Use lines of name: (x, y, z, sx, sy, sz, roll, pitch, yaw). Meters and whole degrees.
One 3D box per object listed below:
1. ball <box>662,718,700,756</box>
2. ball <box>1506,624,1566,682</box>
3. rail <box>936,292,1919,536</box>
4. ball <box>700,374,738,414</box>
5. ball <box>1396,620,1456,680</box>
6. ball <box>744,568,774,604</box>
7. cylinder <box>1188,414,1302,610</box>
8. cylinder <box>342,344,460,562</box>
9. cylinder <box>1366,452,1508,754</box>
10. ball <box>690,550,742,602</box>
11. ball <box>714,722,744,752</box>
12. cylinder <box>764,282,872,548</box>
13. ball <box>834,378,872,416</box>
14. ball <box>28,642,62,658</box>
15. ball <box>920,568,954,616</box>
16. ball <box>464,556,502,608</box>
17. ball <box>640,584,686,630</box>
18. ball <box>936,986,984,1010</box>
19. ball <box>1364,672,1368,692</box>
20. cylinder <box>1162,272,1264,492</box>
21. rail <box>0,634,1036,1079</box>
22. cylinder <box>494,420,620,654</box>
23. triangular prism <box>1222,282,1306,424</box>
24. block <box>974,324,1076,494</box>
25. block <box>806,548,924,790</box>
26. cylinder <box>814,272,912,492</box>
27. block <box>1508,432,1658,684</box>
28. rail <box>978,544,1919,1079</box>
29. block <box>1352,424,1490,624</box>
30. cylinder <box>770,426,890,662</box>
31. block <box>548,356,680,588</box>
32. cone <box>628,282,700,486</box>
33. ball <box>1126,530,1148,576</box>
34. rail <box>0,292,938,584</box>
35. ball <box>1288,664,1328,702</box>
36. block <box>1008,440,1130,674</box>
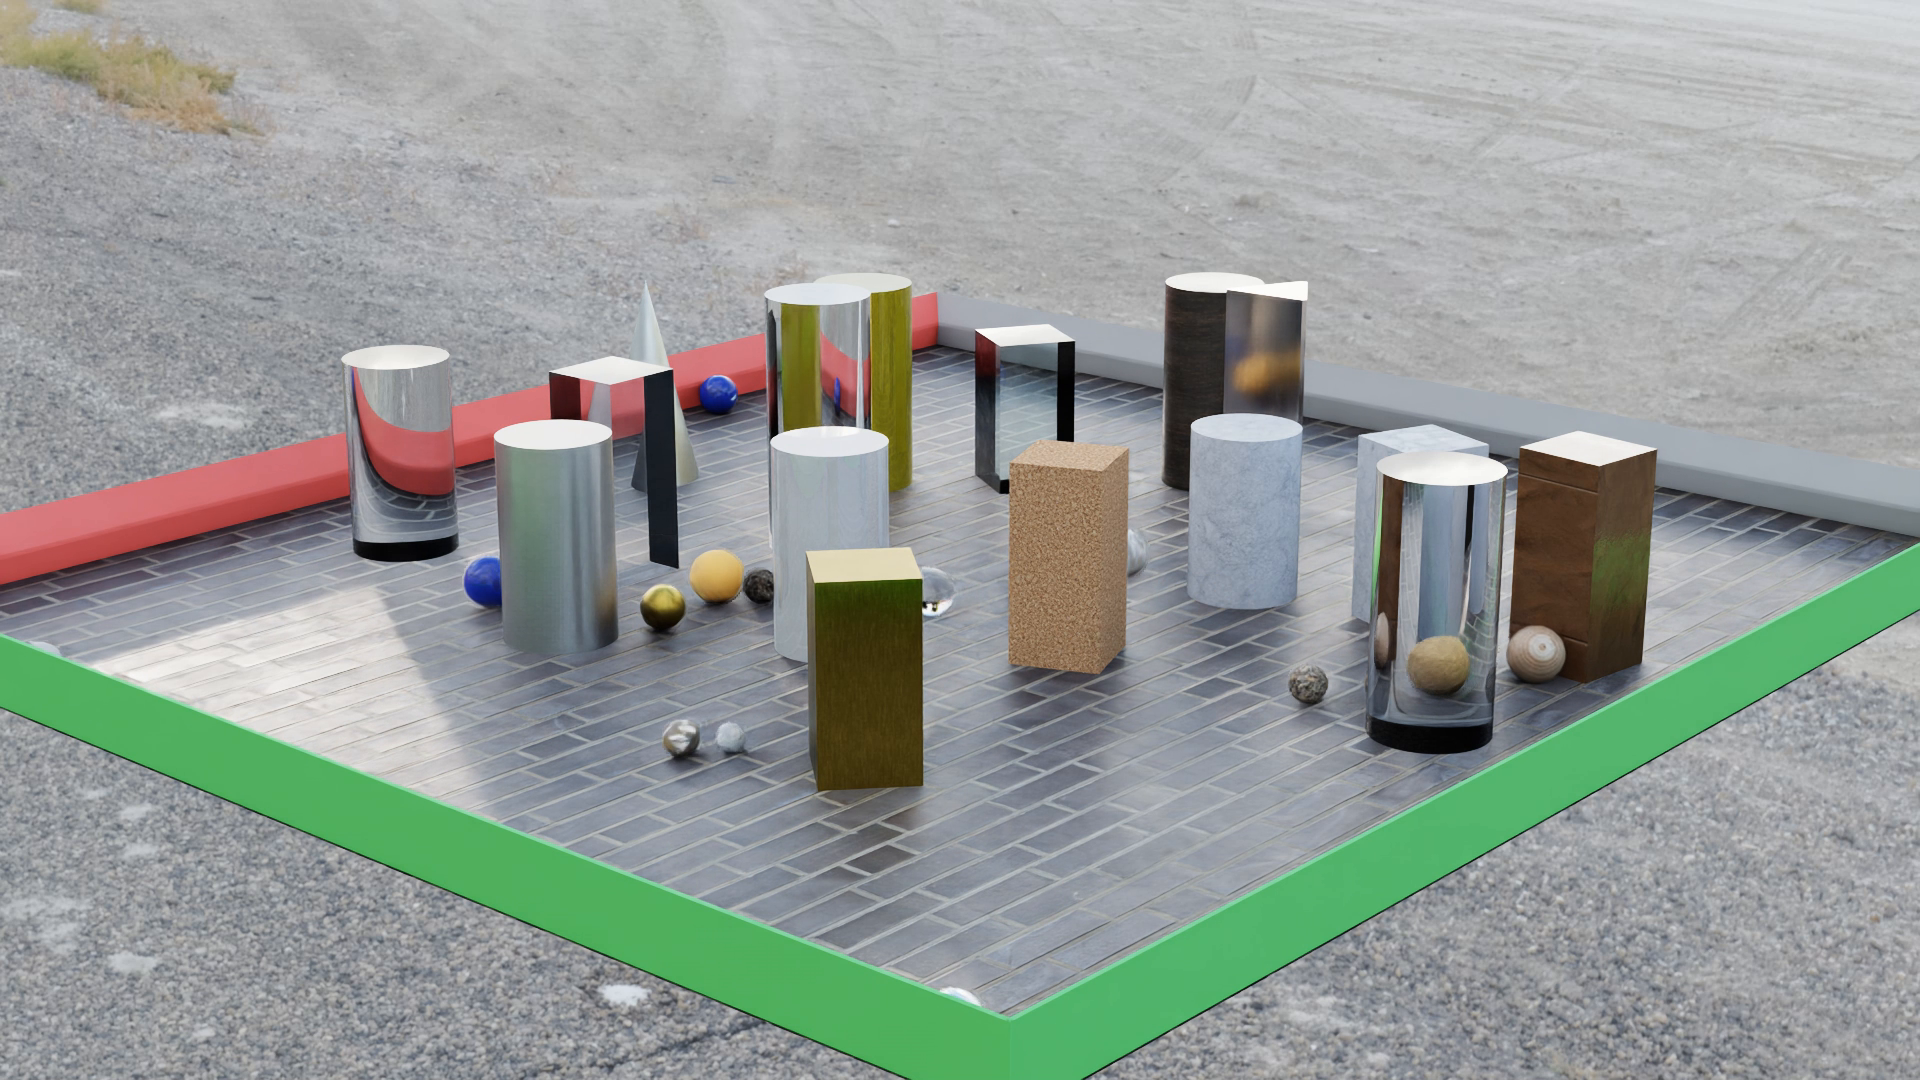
ball: (-0.415, 0.294, 4.372, 0.056, 0.056, 0.056, 0, 17, 0)
ball: (0.919, 0.182, 4.681, 0.093, 0.093, 0.093, 0, 17, 0)
rail: (0.920, -0.275, 6.135, 2.625, 0.125, 0.045, 14, 22, 39)
ball: (-0.522, -0.316, 6.343, 0.084, 0.084, 0.084, 0, 17, 0)
ball: (0.745, 0.176, 4.695, 0.095, 0.095, 0.095, 0, 17, 0)
ball: (-0.344, 0.080, 5.074, 0.061, 0.061, 0.061, 0, 17, 0)
cylinder: (0.494, -0.051, 5.097, 0.192, 0.299, 0.192, 0, 17, 0)
cylinder: (-1.020, -0.159, 5.350, 0.192, 0.359, 0.192, 0, 17, 0)
cylinder: (0.715, 0.093, 4.414, 0.192, 0.417, 0.192, 0, 17, 0)
ball: (-0.422, 0.063, 5.076, 0.092, 0.092, 0.092, 0, 17, 0)
ball: (-0.344, 0.296, 4.387, 0.045, 0.045, 0.045, 0, 17, 0)
cylinder: (-0.257, -0.219, 5.353, 0.192, 0.471, 0.192, 0, 17, 0)
ball: (-0.232, -0.309, 6.326, 0.081, 0.081, 0.081, 0, 17, 0)
ball: (-1.459, 0.201, 4.640, 0.080, 0.080, 0.080, 0, 17, 0)
ball: (-0.051, 0.089, 5.005, 0.084, 0.084, 0.084, 0, 17, 0)
ball: (-0.808, 0.072, 5.049, 0.091, 0.091, 0.091, 0, 17, 0)
ball: (-0.501, 0.113, 4.938, 0.076, 0.076, 0.076, 0, 17, 0)
ball: (-0.010, 0.564, 3.431, 0.083, 0.083, 0.083, 0, 17, 0)
ball: (0.668, 0.223, 4.583, 0.072, 0.072, 0.072, 0, 17, 0)
cylinder: (0.497, -0.311, 5.781, 0.192, 0.400, 0.192, 0, 17, 0)
rail: (-0.920, 0.338, 4.106, 2.625, 0.125, 0.045, 14, 22, 39)
cylinder: (-0.667, -0.006, 4.860, 0.192, 0.349, 0.192, 0, 17, 0)
triangular prism: (0.599, -0.245, 5.461, 0.167, 0.458, 0.144, 12, 21, 35)
block: (0.127, -0.260, 5.790, 0.154, 0.297, 0.154, -5, 18, -17)
block: (-0.139, 0.187, 4.278, 0.154, 0.316, 0.154, -2, 17, -7)
cylinder: (-0.190, -0.310, 5.775, 0.192, 0.401, 0.192, 0, 17, 0)
block: (1.004, 0.026, 4.735, 0.154, 0.360, 0.154, -15, 22, -40)
rail: (0.973, 0.275, 4.312, 0.045, 0.125, 2.854, 14, 22, 39)
block: (0.774, -0.015, 4.943, 0.154, 0.318, 0.154, -9, 19, -27)
cylinder: (-0.212, 0.007, 4.816, 0.192, 0.350, 0.192, 0, 17, 0)
block: (-0.613, -0.122, 5.207, 0.154, 0.370, 0.154, 13, 21, 38)
cone: (-0.617, -0.320, 5.813, 0.192, 0.399, 0.192, 0, 17, 0)
ball: (0.292, 0.023, 5.223, 0.084, 0.084, 0.084, 0, 17, 0)
rail: (-0.973, -0.213, 5.929, 0.045, 0.125, 2.854, 14, 22, 39)
ball: (0.545, 0.225, 4.593, 0.061, 0.061, 0.061, 0, 17, 0)
block: (0.177, 0.026, 4.771, 0.154, 0.340, 0.154, 6, 18, 18)
